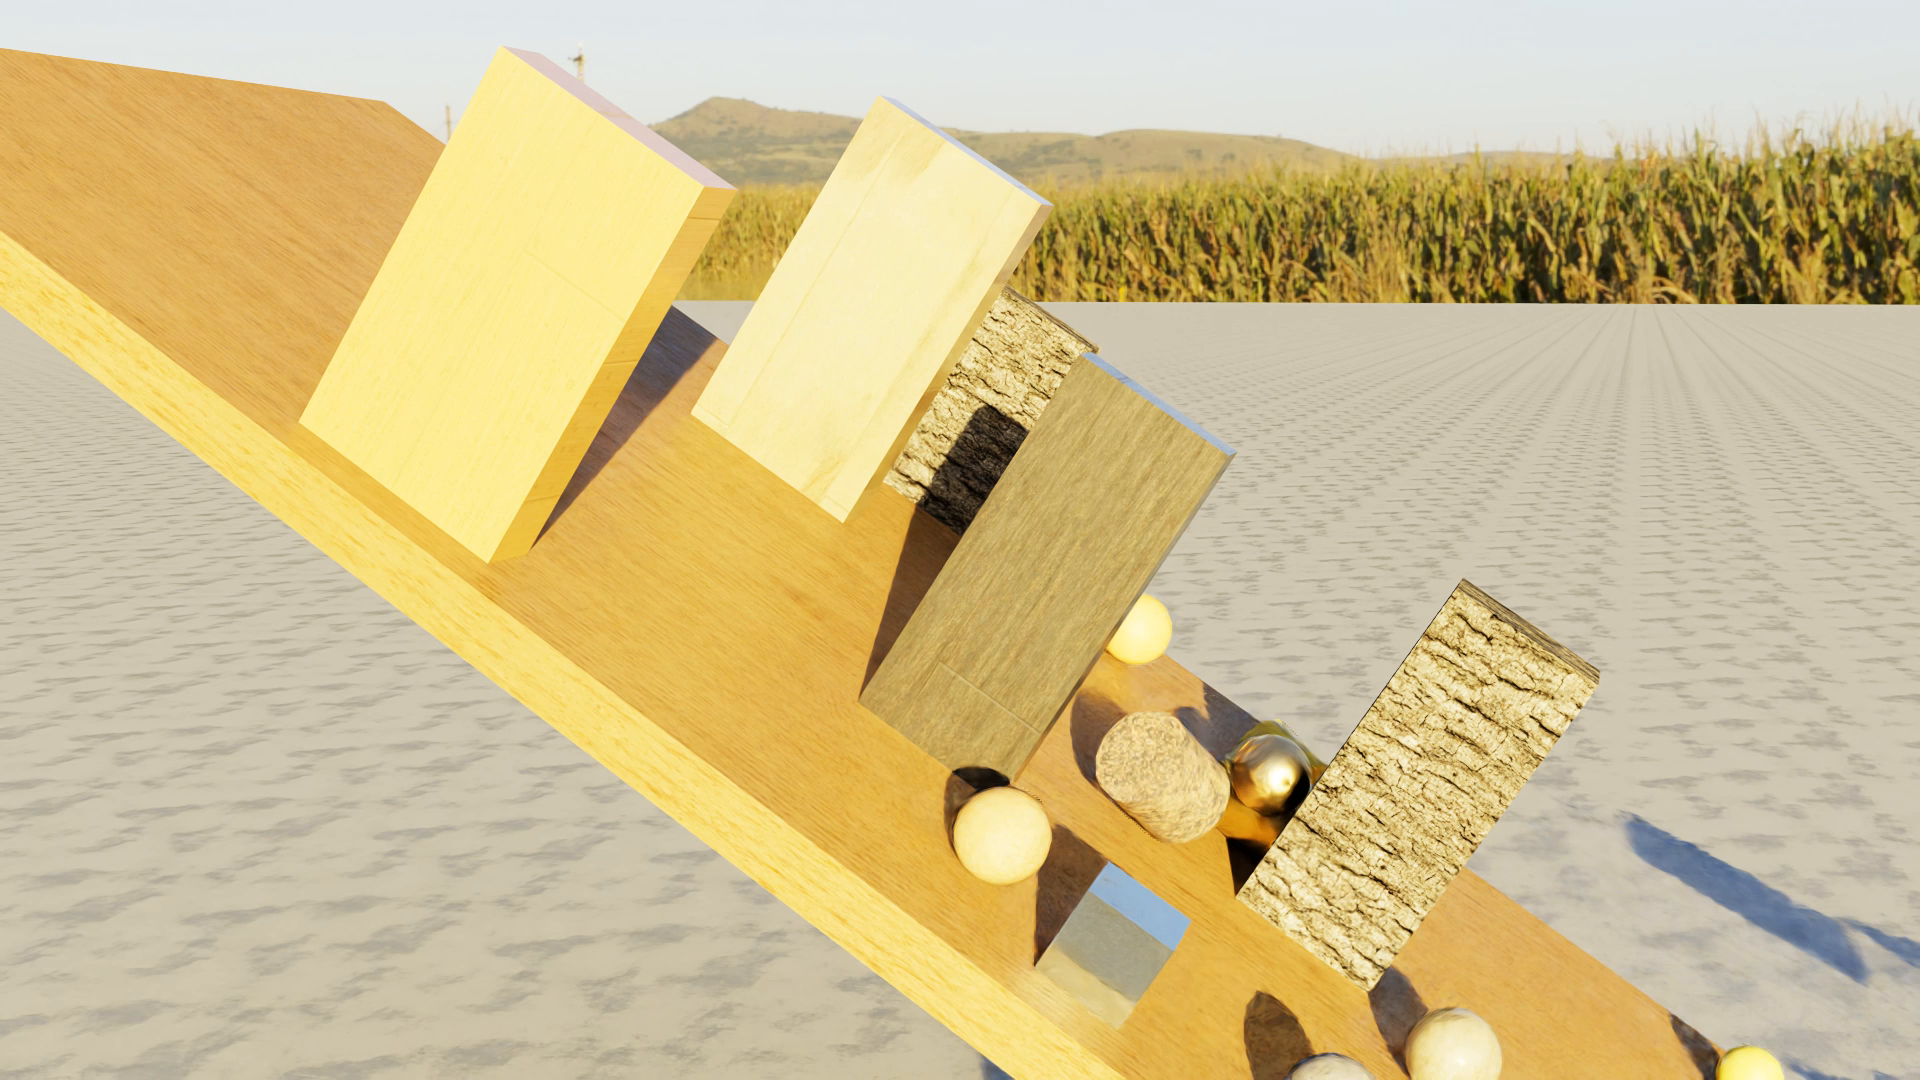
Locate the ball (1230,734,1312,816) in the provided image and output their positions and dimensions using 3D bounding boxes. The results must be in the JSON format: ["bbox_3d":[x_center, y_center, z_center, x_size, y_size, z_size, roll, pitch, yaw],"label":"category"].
[{"bbox_3d":[0.560,0.422,3.951,0.144,0.144,0.144,0,7,0],"label":"ball"}]

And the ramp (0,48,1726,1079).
[{"bbox_3d":[-0.130,0.218,4.101,4.000,0.100,2.000,35,15,10],"label":"ramp"}]

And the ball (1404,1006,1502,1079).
[{"bbox_3d":[0.795,0.831,3.543,0.154,0.154,0.154,0,7,0],"label":"ball"}]

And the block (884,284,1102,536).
[{"bbox_3d":[0.060,-0.284,4.884,0.260,0.509,0.101,35,15,10],"label":"block"}]

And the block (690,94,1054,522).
[{"bbox_3d":[-0.185,-0.465,4.471,0.399,0.762,0.105,35,15,10],"label":"block"}]

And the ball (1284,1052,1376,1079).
[{"bbox_3d":[0.522,0.800,3.098,0.151,0.151,0.151,0,7,0],"label":"ball"}]

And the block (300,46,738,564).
[{"bbox_3d":[-0.673,-0.350,3.319,0.381,0.664,0.124,35,15,10],"label":"block"}]

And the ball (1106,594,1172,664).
[{"bbox_3d":[0.377,0.190,4.718,0.155,0.155,0.155,0,7,0],"label":"ball"}]

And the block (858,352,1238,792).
[{"bbox_3d":[0.136,0.064,3.586,0.287,0.694,0.082,35,15,10],"label":"block"}]

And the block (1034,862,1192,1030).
[{"bbox_3d":[0.221,0.584,3.178,0.147,0.147,0.147,35,15,8],"label":"block"}]

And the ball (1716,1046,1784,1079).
[{"bbox_3d":[1.577,1.076,4.393,0.130,0.130,0.130,0,7,0],"label":"ball"}]

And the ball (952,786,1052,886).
[{"bbox_3d":[0.063,0.444,3.302,0.149,0.149,0.149,0,7,0],"label":"ball"}]

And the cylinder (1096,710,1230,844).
[{"bbox_3d":[0.354,0.413,3.836,0.176,0.176,0.176,5,-26,36],"label":"cylinder"}]

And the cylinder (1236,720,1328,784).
[{"bbox_3d":[0.639,0.462,4.406,0.146,0.146,0.146,-6,39,-42],"label":"cylinder"}]

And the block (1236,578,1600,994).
[{"bbox_3d":[0.790,0.425,3.812,0.279,0.670,0.144,35,15,10],"label":"block"}]

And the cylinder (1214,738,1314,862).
[{"bbox_3d":[0.564,0.492,4.096,0.178,0.178,0.178,40,27,26],"label":"cylinder"}]
